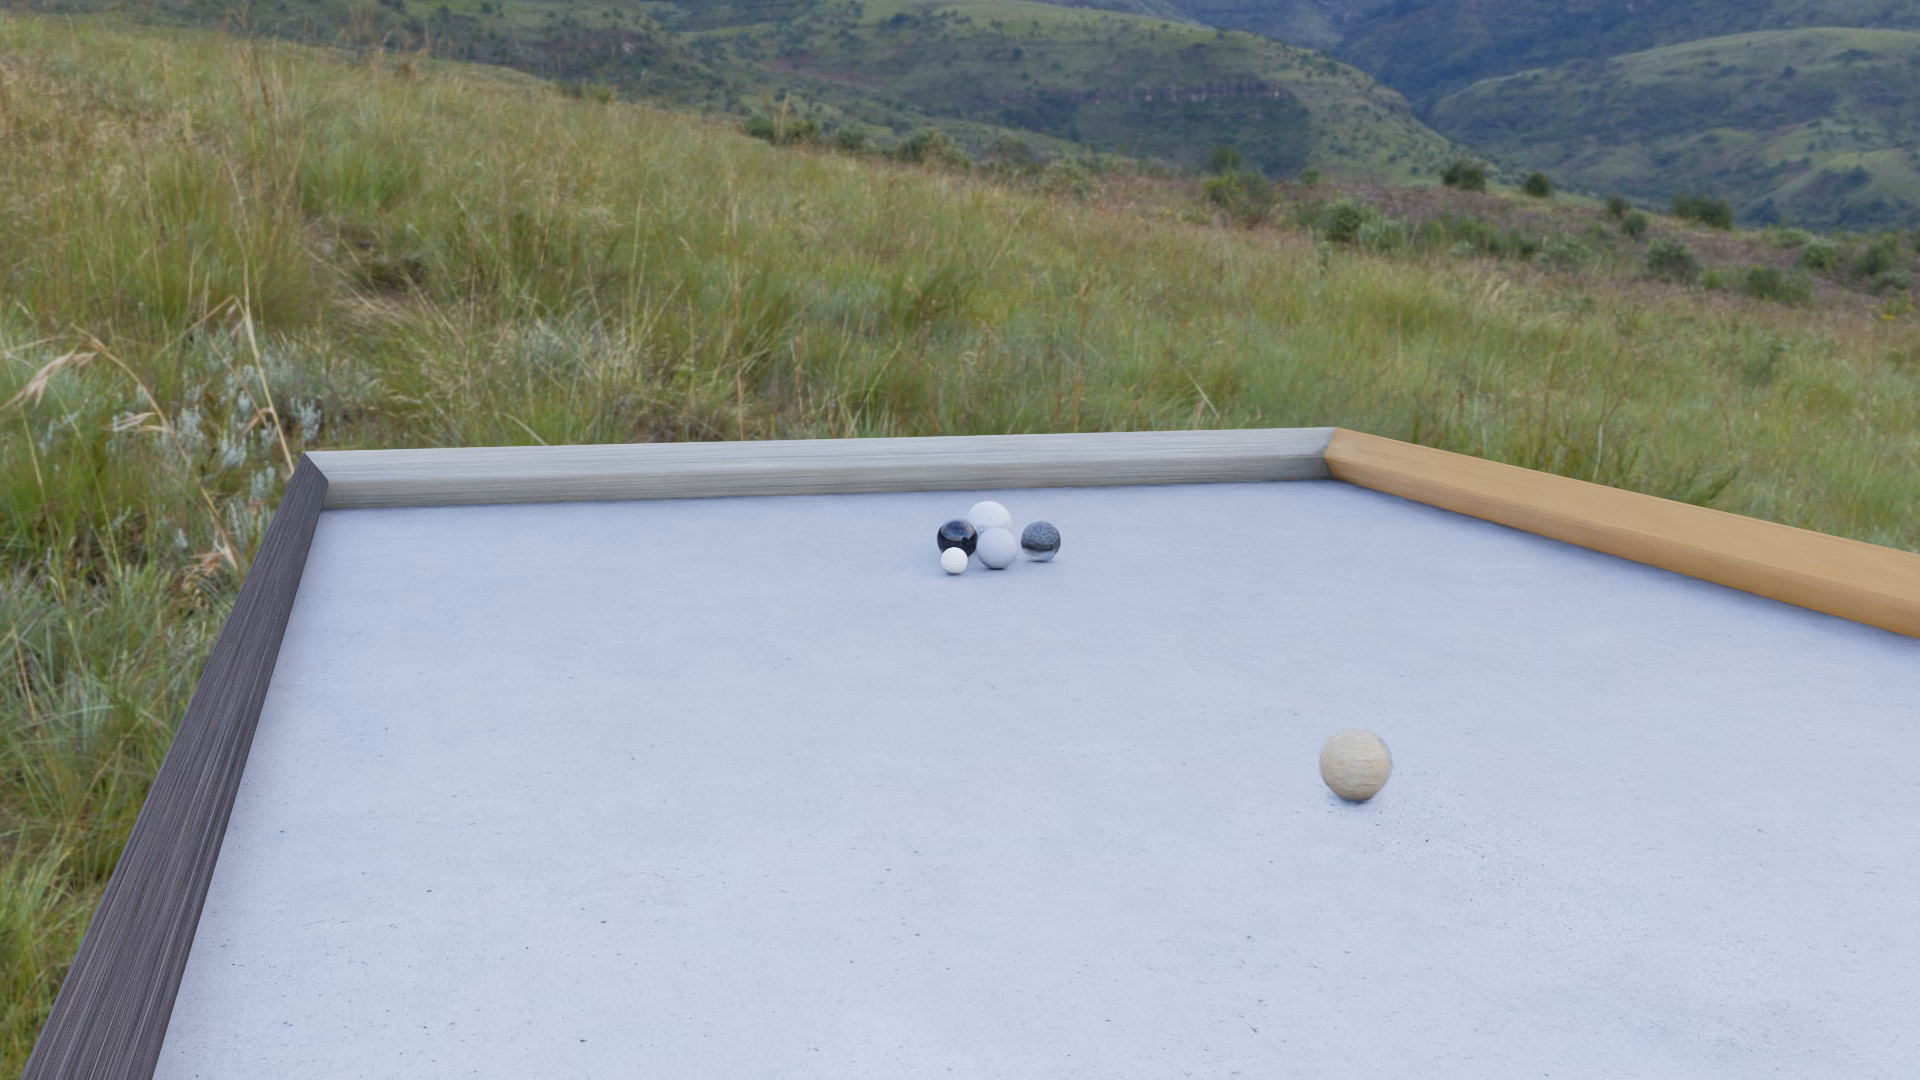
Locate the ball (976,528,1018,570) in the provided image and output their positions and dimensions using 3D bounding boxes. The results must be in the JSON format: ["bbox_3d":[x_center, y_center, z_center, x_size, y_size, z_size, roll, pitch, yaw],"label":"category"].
[{"bbox_3d":[0.057,0.013,3.365,0.064,0.064,0.064,0,8,0],"label":"ball"}]

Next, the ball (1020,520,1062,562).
[{"bbox_3d":[0.126,0.002,3.439,0.064,0.064,0.064,0,8,0],"label":"ball"}]

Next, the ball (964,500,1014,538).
[{"bbox_3d":[0.046,-0.023,3.548,0.081,0.081,0.081,0,8,0],"label":"ball"}]

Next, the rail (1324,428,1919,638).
[{"bbox_3d":[1.190,0.067,2.830,0.045,0.106,3.585,-2,8,-14],"label":"rail"}]

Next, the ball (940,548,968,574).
[{"bbox_3d":[-0.009,0.031,3.314,0.041,0.041,0.041,0,8,0],"label":"ball"}]

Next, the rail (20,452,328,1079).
[{"bbox_3d":[-0.757,0.136,2.350,0.045,0.106,3.585,-2,8,-14],"label":"rail"}]

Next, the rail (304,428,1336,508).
[{"bbox_3d":[-0.211,-0.142,4.289,2.054,0.106,0.045,-2,8,-14],"label":"rail"}]

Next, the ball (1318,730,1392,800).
[{"bbox_3d":[0.362,0.206,2.014,0.065,0.065,0.065,0,8,0],"label":"ball"}]

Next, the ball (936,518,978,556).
[{"bbox_3d":[-0.004,-0.001,3.450,0.066,0.066,0.066,0,8,0],"label":"ball"}]
